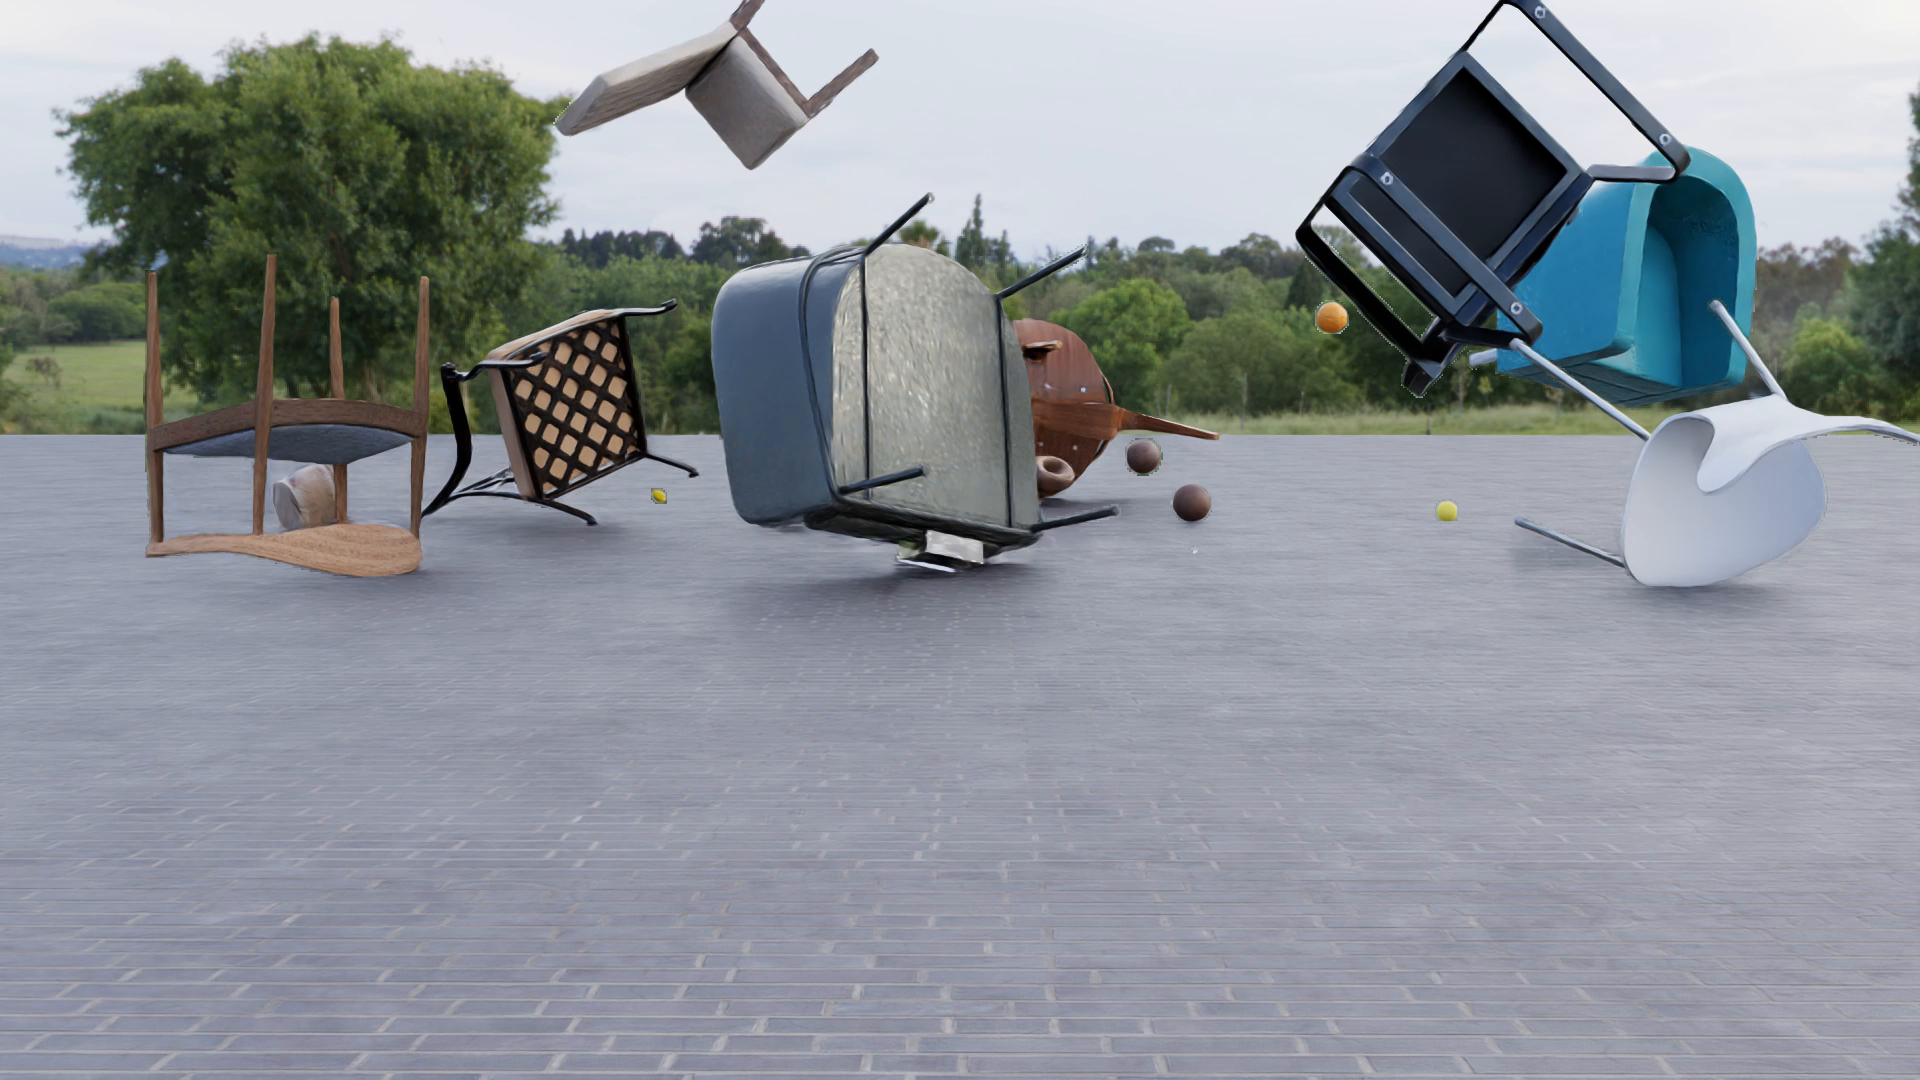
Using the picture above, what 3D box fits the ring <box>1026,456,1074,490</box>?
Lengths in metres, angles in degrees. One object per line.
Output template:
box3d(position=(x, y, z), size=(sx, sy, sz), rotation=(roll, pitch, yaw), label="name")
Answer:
box3d(position=(0.348, -0.259, 8.518), size=(0.199, 0.140, 0.082), rotation=(11, -44, -18), label="ring")

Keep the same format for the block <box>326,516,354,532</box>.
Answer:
box3d(position=(-1.960, -0.049, 6.948), size=(0.079, 0.043, 0.083), rotation=(-2, 4, -22), label="block")

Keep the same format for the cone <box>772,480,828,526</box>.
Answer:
box3d(position=(-0.500, -0.116, 7.138), size=(0.156, 0.147, 0.201), rotation=(1, -9, 18), label="cone")

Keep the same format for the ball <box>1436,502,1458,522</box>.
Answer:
box3d(position=(1.647, -0.096, 7.437), size=(0.070, 0.070, 0.070), rotation=(0, 4, 0), label="ball")

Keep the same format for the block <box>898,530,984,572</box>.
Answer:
box3d(position=(-0.046, 0.028, 5.295), size=(0.157, 0.053, 0.135), rotation=(12, -16, -29), label="block")

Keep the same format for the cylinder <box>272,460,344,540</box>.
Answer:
box3d(position=(-1.918, -0.116, 6.474), size=(0.136, 0.162, 0.294), rotation=(-32, -9, -29), label="cylinder")
